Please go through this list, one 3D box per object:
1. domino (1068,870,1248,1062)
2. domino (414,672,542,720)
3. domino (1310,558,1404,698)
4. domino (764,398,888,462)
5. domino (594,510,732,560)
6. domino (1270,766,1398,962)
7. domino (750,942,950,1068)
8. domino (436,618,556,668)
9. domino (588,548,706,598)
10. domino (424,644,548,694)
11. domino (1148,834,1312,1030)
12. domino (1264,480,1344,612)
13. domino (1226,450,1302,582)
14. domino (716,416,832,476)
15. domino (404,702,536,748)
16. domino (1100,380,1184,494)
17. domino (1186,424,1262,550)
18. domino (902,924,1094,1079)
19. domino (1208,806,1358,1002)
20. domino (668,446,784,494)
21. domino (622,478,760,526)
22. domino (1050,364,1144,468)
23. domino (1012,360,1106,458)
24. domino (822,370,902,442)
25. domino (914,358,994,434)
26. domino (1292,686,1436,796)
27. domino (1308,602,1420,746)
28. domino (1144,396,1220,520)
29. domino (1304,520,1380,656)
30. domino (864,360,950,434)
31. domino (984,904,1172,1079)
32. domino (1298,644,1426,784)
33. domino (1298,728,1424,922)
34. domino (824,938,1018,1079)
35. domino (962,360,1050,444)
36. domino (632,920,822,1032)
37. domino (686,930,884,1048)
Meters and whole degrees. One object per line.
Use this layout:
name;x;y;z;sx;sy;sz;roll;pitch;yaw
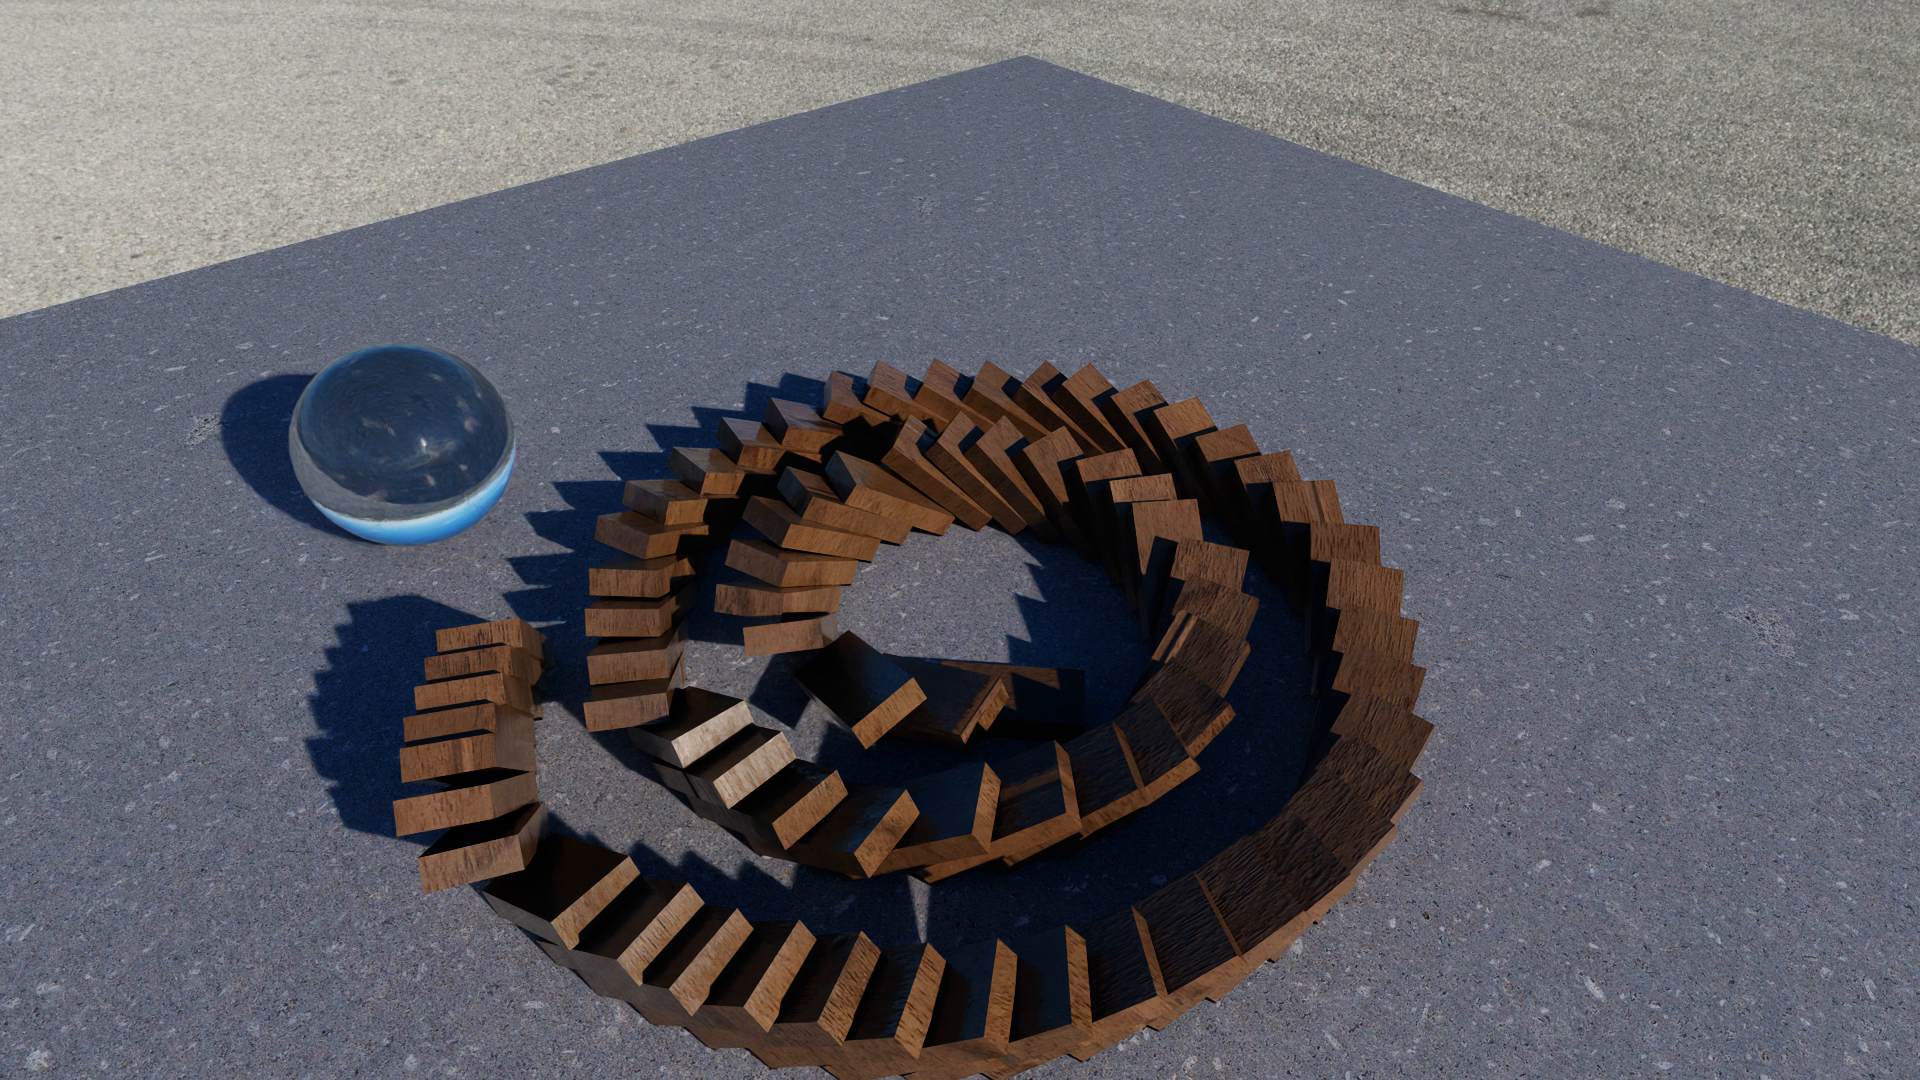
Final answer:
domino;0.047;0.111;0.288;0.050;0.009;0.025;-34;43;8
domino;-0.152;0.052;0.351;0.025;0.050;0.010;-9;78;-10
domino;0.140;0.033;0.386;0.025;0.010;0.050;11;67;11
domino;-0.059;-0.048;0.486;0.050;0.010;0.025;7;31;-35
domino;-0.115;-0.004;0.431;0.025;0.010;0.050;19;15;22
domino;0.096;0.091;0.312;0.050;0.009;0.025;-45;52;-2
domino;-0.028;0.118;0.278;0.050;0.010;0.025;-21;28;33
domino;-0.155;0.037;0.370;0.025;0.050;0.010;-9;78;-10
domino;-0.115;0.011;0.409;0.025;0.009;0.050;2;8;6
domino;-0.154;0.045;0.361;0.025;0.050;0.009;-9;78;-10
domino;0.065;0.105;0.295;0.050;0.009;0.025;-38;47;4
domino;0.136;0.002;0.423;0.025;0.009;0.050;-3;67;-7
domino;0.127;-0.010;0.438;0.025;0.010;0.050;-11;69;-13
domino;-0.077;-0.040;0.476;0.050;0.009;0.025;4;31;-39
domino;-0.151;0.060;0.342;0.025;0.050;0.010;-9;78;-10
domino;0.087;-0.045;0.479;0.025;0.009;0.050;-27;75;-32
domino;0.116;-0.022;0.453;0.025;0.009;0.050;-16;70;-19
domino;0.009;0.118;0.277;0.050;0.009;0.025;-29;35;23
domino;0.080;0.100;0.302;0.050;0.010;0.025;-41;47;2
domino;-0.094;-0.029;0.461;0.025;0.009;0.050;34;23;35
domino;-0.108;-0.016;0.445;0.025;0.010;0.050;23;17;29
domino;0.067;-0.054;0.488;0.050;0.010;0.025;46;48;4
domino;0.050;-0.056;0.494;0.050;0.010;0.025;40;47;1
domino;-0.037;-0.057;0.496;0.050;0.010;0.025;19;35;-20
domino;0.005;-0.061;0.499;0.050;0.010;0.025;29;38;-10
domino;0.120;0.073;0.335;0.025;0.009;0.050;28;79;30
domino;0.135;0.048;0.368;0.025;0.010;0.050;15;68;17
domino;0.102;-0.035;0.468;0.025;0.010;0.050;-19;71;-27
domino;0.140;0.018;0.404;0.025;0.010;0.050;5;66;6
domino;-0.018;-0.061;0.498;0.050;0.010;0.025;25;33;-15
domino;0.027;0.116;0.282;0.050;0.009;0.025;-29;38;13
domino;0.128;0.061;0.351;0.025;0.010;0.050;19;71;22
domino;0.109;0.083;0.322;0.050;0.009;0.025;-49;54;-5
domino;-0.010;0.119;0.277;0.050;0.010;0.025;-25;31;28
domino;0.028;-0.059;0.497;0.050;0.010;0.025;32;42;-6
domino;-0.061;0.112;0.284;0.050;0.009;0.025;-18;25;40
domino;-0.045;0.115;0.281;0.050;0.010;0.025;-21;26;36
